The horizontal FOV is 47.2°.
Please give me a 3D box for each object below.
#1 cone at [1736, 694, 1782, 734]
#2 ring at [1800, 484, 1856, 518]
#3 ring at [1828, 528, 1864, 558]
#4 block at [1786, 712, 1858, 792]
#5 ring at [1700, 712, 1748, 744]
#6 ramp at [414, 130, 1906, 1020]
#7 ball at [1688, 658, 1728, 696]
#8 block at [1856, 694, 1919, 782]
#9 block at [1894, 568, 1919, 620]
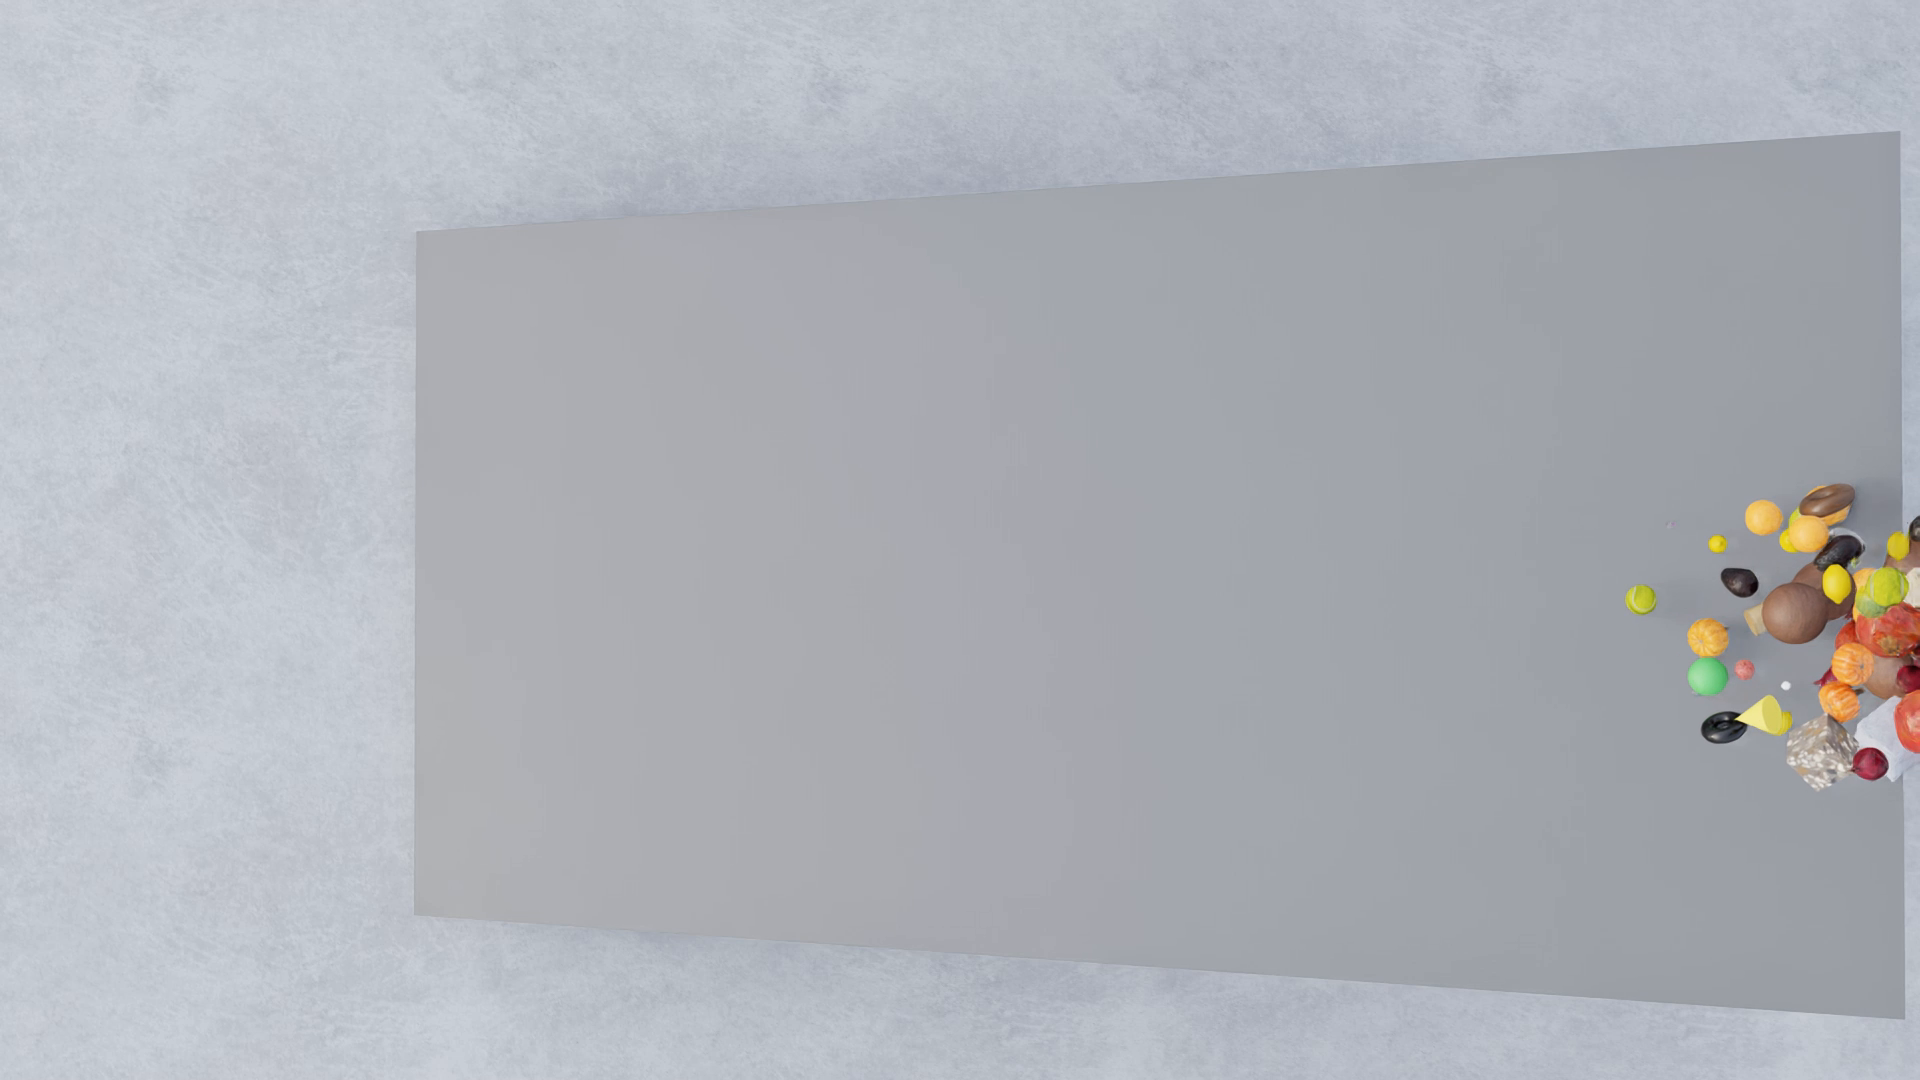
[{"bbox_3d":[1.616,0.360,4.478,0.080,0.080,0.080,12,72,-41],"label":"cone"},{"bbox_3d":[1.776,-0.080,4.504,0.115,0.115,0.038,-28,96,0],"label":"ring"},{"bbox_3d":[1.940,0.006,4.814,0.083,0.083,0.028,16,131,0],"label":"ring"},{"bbox_3d":[1.583,0.389,4.037,0.086,0.086,0.086,43,130,-9],"label":"block"},{"bbox_3d":[1.588,0.389,4.571,0.094,0.094,0.031,-24,112,0],"label":"ring"},{"bbox_3d":[0.283,0.087,5.736,4.000,0.100,2.000,0,89,22],"label":"ramp"},{"bbox_3d":[1.593,0.291,4.683,0.082,0.082,0.082,0,89,0],"label":"ball"},{"bbox_3d":[1.783,0.378,4.196,0.096,0.096,0.096,-35,53,-8],"label":"block"},{"bbox_3d":[1.884,0.107,4.292,0.071,0.071,0.071,6,55,-11],"label":"block"}]
